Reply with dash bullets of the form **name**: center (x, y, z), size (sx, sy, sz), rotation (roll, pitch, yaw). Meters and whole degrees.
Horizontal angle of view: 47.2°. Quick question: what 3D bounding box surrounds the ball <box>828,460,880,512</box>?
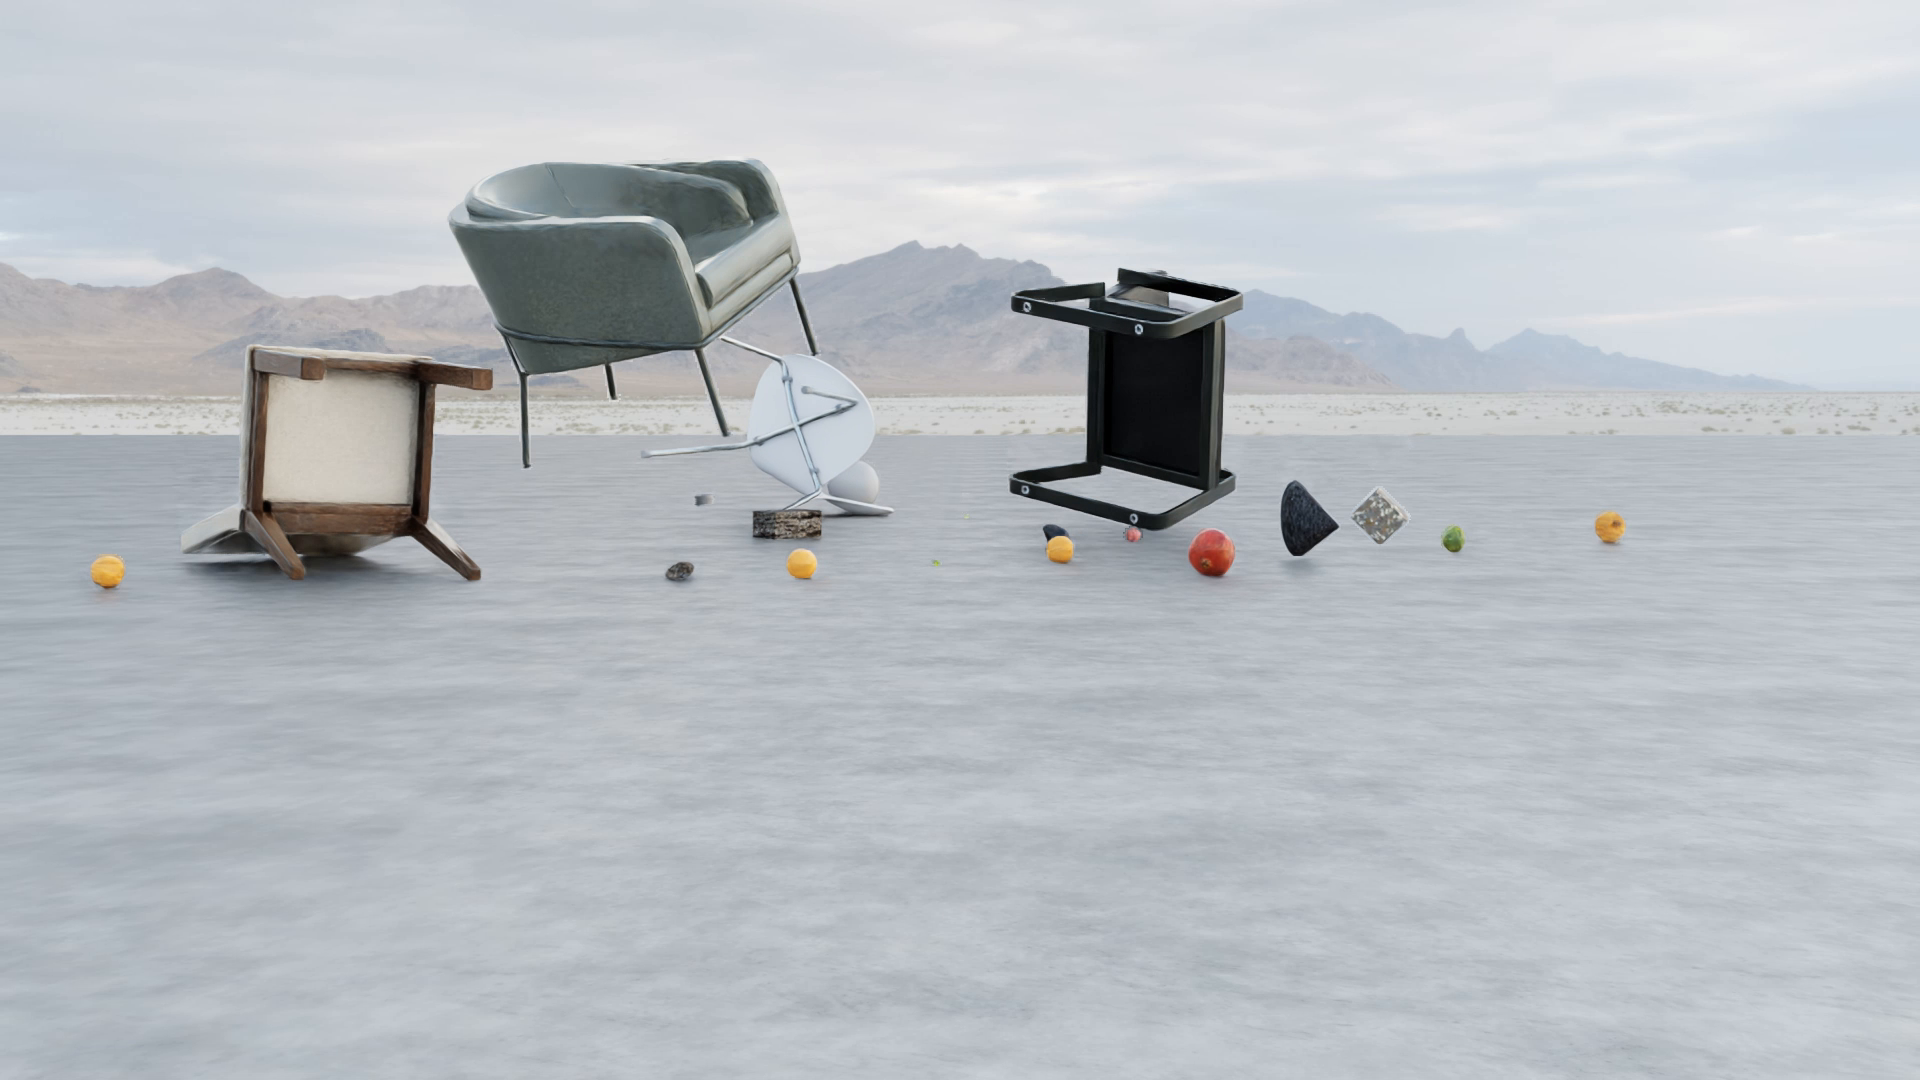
- **ball**: center (-0.390, -0.199, 8.045), size (0.191, 0.191, 0.191), rotation (0, 4, 0)

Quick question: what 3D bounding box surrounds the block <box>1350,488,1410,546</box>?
- **block**: center (1.200, -0.067, 6.287), size (0.109, 0.119, 0.049), rotation (-47, -4, 27)

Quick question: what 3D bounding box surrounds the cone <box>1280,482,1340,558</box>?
- **cone**: center (0.937, -0.045, 5.759), size (0.097, 0.205, 0.216), rotation (-8, 9, -21)

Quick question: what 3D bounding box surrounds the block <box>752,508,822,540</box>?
- **block**: center (-0.524, -0.049, 6.669), size (0.168, 0.081, 0.122), rotation (-3, 5, -38)

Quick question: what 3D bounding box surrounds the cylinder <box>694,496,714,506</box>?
- **cylinder**: center (-0.985, -0.152, 8.474), size (0.060, 0.038, 0.084), rotation (5, 6, 44)
